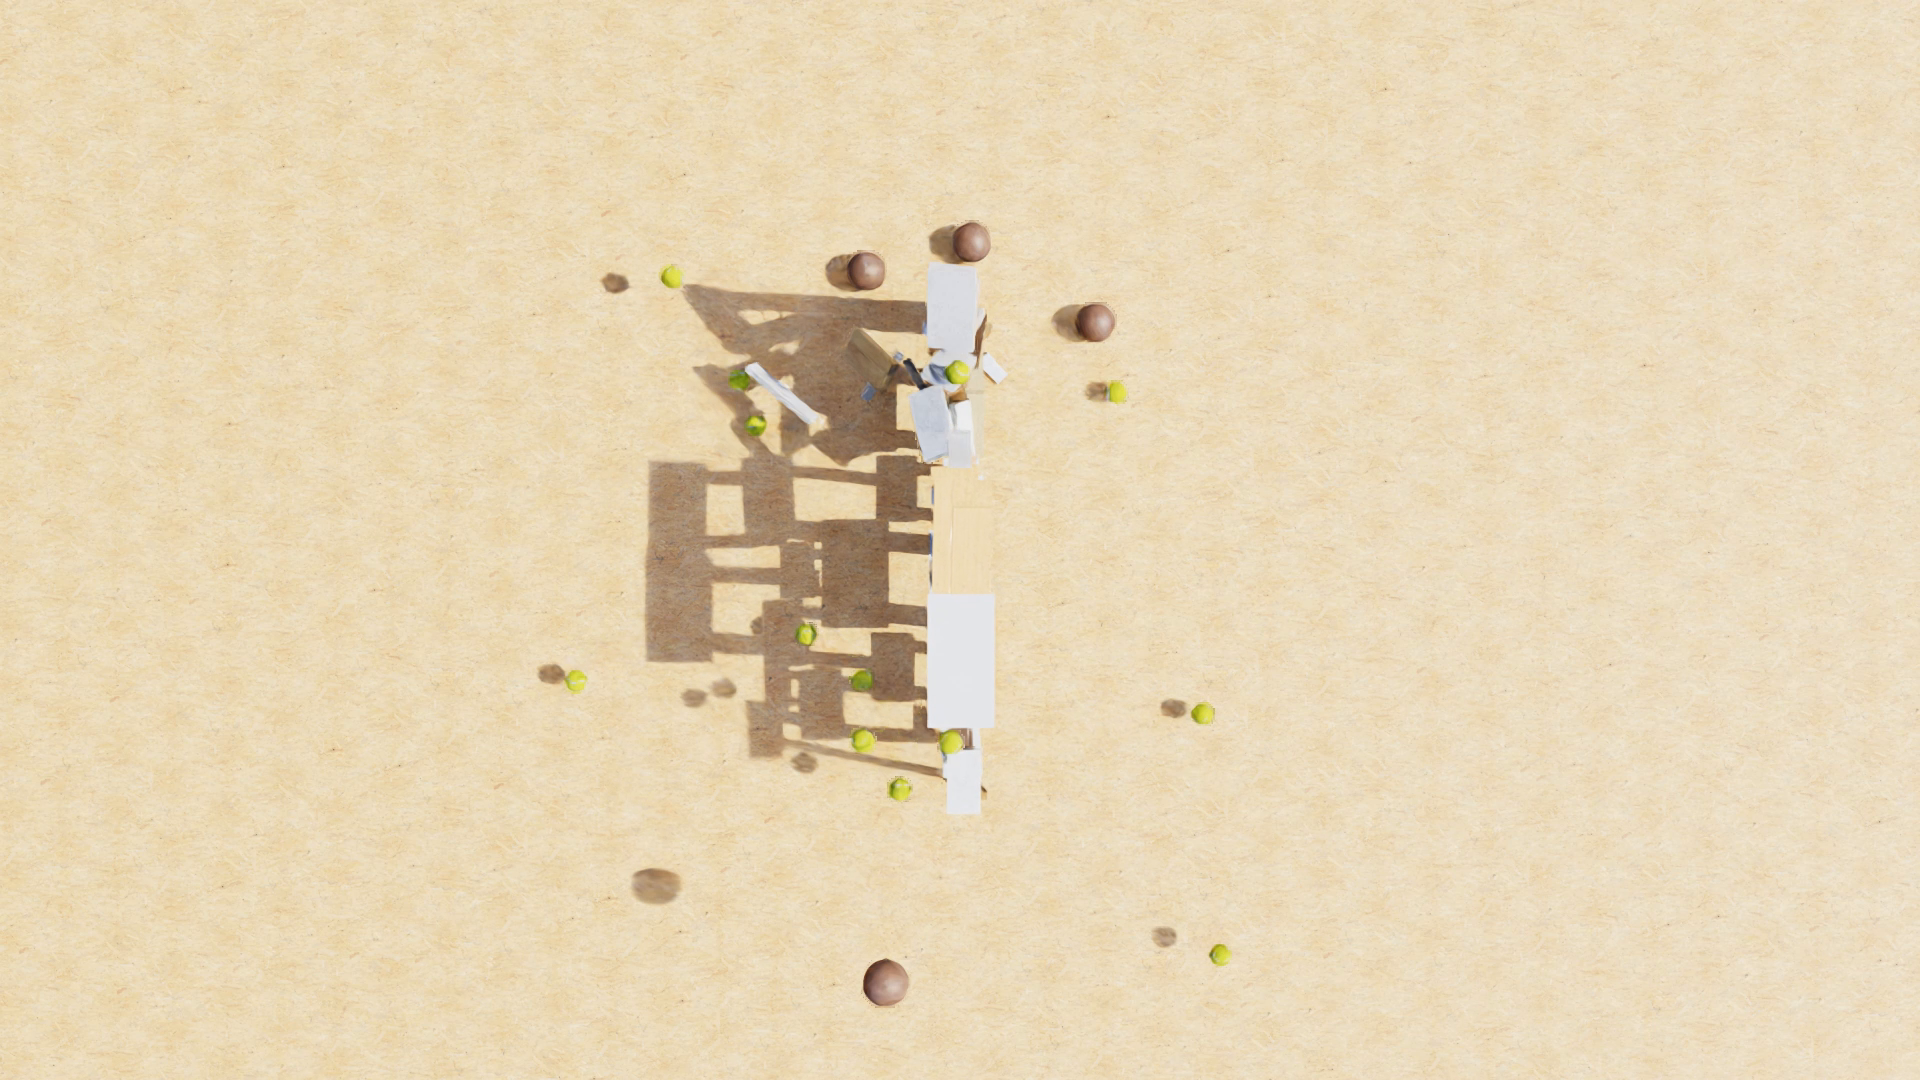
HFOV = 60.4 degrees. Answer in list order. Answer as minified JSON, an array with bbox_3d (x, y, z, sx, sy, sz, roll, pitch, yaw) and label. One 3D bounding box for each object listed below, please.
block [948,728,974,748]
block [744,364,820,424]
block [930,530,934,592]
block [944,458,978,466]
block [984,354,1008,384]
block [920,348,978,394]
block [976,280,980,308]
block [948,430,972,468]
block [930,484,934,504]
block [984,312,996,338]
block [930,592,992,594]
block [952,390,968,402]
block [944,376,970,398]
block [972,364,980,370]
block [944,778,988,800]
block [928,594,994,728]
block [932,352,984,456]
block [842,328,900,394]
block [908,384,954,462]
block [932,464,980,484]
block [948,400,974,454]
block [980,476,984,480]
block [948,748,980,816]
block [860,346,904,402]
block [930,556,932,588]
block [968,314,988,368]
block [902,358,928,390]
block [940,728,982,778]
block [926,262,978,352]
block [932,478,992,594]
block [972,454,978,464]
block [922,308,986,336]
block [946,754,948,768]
[{"bbox_3d":[0.001,0.554,4.822,0.068,0.019,0.136,-4,89,-1],"label":"block"},{"bbox_3d":[-0.570,-0.469,5.277,0.275,0.064,0.018,40,116,9],"label":"block"},{"bbox_3d":[-0.005,0.147,5.115,0.180,0.051,0.359,0,90,0],"label":"block"},{"bbox_3d":[0.002,-0.149,5.262,0.111,0.031,0.222,0,90,0],"label":"block"},{"bbox_3d":[0.109,-0.571,5.493,0.049,0.014,0.098,-43,90,0],"label":"block"},{"bbox_3d":[-0.030,-0.501,4.796,0.107,0.213,0.030,26,122,5],"label":"block"},{"bbox_3d":[-0.009,-0.741,5.067,0.135,0.866,0.038,13,92,0],"label":"block"},{"bbox_3d":[-0.001,-0.260,4.729,0.064,0.128,0.018,1,45,3],"label":"block"},{"bbox_3d":[-0.001,-0.128,4.621,0.154,0.309,0.044,1,94,0],"label":"block"},{"bbox_3d":[0.052,-0.692,5.271,0.102,0.455,0.029,16,91,-1],"label":"block"},{"bbox_3d":[0.003,0.193,4.678,0.179,0.397,0.051,0,93,0],"label":"block"},{"bbox_3d":[-0.003,-0.445,5.088,0.047,0.095,0.013,-13,76,4],"label":"block"},{"bbox_3d":[-0.019,-0.473,5.033,0.095,0.013,0.047,-24,71,24],"label":"block"},{"bbox_3d":[0.005,-0.535,5.034,0.102,0.204,0.029,-1,98,0],"label":"block"},{"bbox_3d":[0.013,0.762,5.139,0.094,0.719,0.027,9,85,-2],"label":"block"},{"bbox_3d":[0.003,0.325,4.453,0.179,0.051,0.357,0,90,0],"label":"block"},{"bbox_3d":[-0.005,-0.424,5.160,0.159,0.045,0.318,0,90,0],"label":"block"},{"bbox_3d":[-0.284,-0.570,5.229,0.233,0.030,0.107,47,118,39],"label":"block"},{"bbox_3d":[-0.081,-0.354,4.976,0.107,0.030,0.213,-20,74,18],"label":"block"},{"bbox_3d":[-0.007,-0.078,4.796,0.137,0.039,0.275,-3,90,0],"label":"block"},{"bbox_3d":[0.005,-0.332,5.077,0.027,0.094,0.187,1,102,30],"label":"block"},{"bbox_3d":[-0.001,-0.173,5.031,0.137,0.431,0.039,5,90,0],"label":"block"},{"bbox_3d":[0.011,0.698,4.764,0.094,0.027,0.188,0,92,-2],"label":"block"},{"bbox_3d":[-0.248,-0.530,5.275,0.027,0.094,0.187,37,99,-14],"label":"block"},{"bbox_3d":[-0.007,0.084,4.624,0.154,0.309,0.044,-2,97,0],"label":"block"},{"bbox_3d":[0.018,-0.605,4.970,0.102,0.029,0.204,7,50,4],"label":"block"},{"bbox_3d":[-0.113,-0.469,5.096,0.027,0.094,0.187,-31,79,3],"label":"block"},{"bbox_3d":[0.002,0.596,4.984,0.118,0.033,0.236,-3,89,-1],"label":"block"},{"bbox_3d":[-0.023,-0.655,4.656,0.135,0.270,0.038,9,45,7],"label":"block"},{"bbox_3d":[0.006,-0.010,4.445,0.154,0.044,0.309,2,91,0],"label":"block"},{"bbox_3d":[0.000,-0.266,5.030,0.064,0.018,0.128,-54,127,-26],"label":"block"},{"bbox_3d":[-0.016,-0.647,4.880,0.135,0.270,0.038,10,112,7],"label":"block"},{"bbox_3d":[0.006,0.649,4.871,0.094,0.188,0.027,-3,87,-2],"label":"block"}]
